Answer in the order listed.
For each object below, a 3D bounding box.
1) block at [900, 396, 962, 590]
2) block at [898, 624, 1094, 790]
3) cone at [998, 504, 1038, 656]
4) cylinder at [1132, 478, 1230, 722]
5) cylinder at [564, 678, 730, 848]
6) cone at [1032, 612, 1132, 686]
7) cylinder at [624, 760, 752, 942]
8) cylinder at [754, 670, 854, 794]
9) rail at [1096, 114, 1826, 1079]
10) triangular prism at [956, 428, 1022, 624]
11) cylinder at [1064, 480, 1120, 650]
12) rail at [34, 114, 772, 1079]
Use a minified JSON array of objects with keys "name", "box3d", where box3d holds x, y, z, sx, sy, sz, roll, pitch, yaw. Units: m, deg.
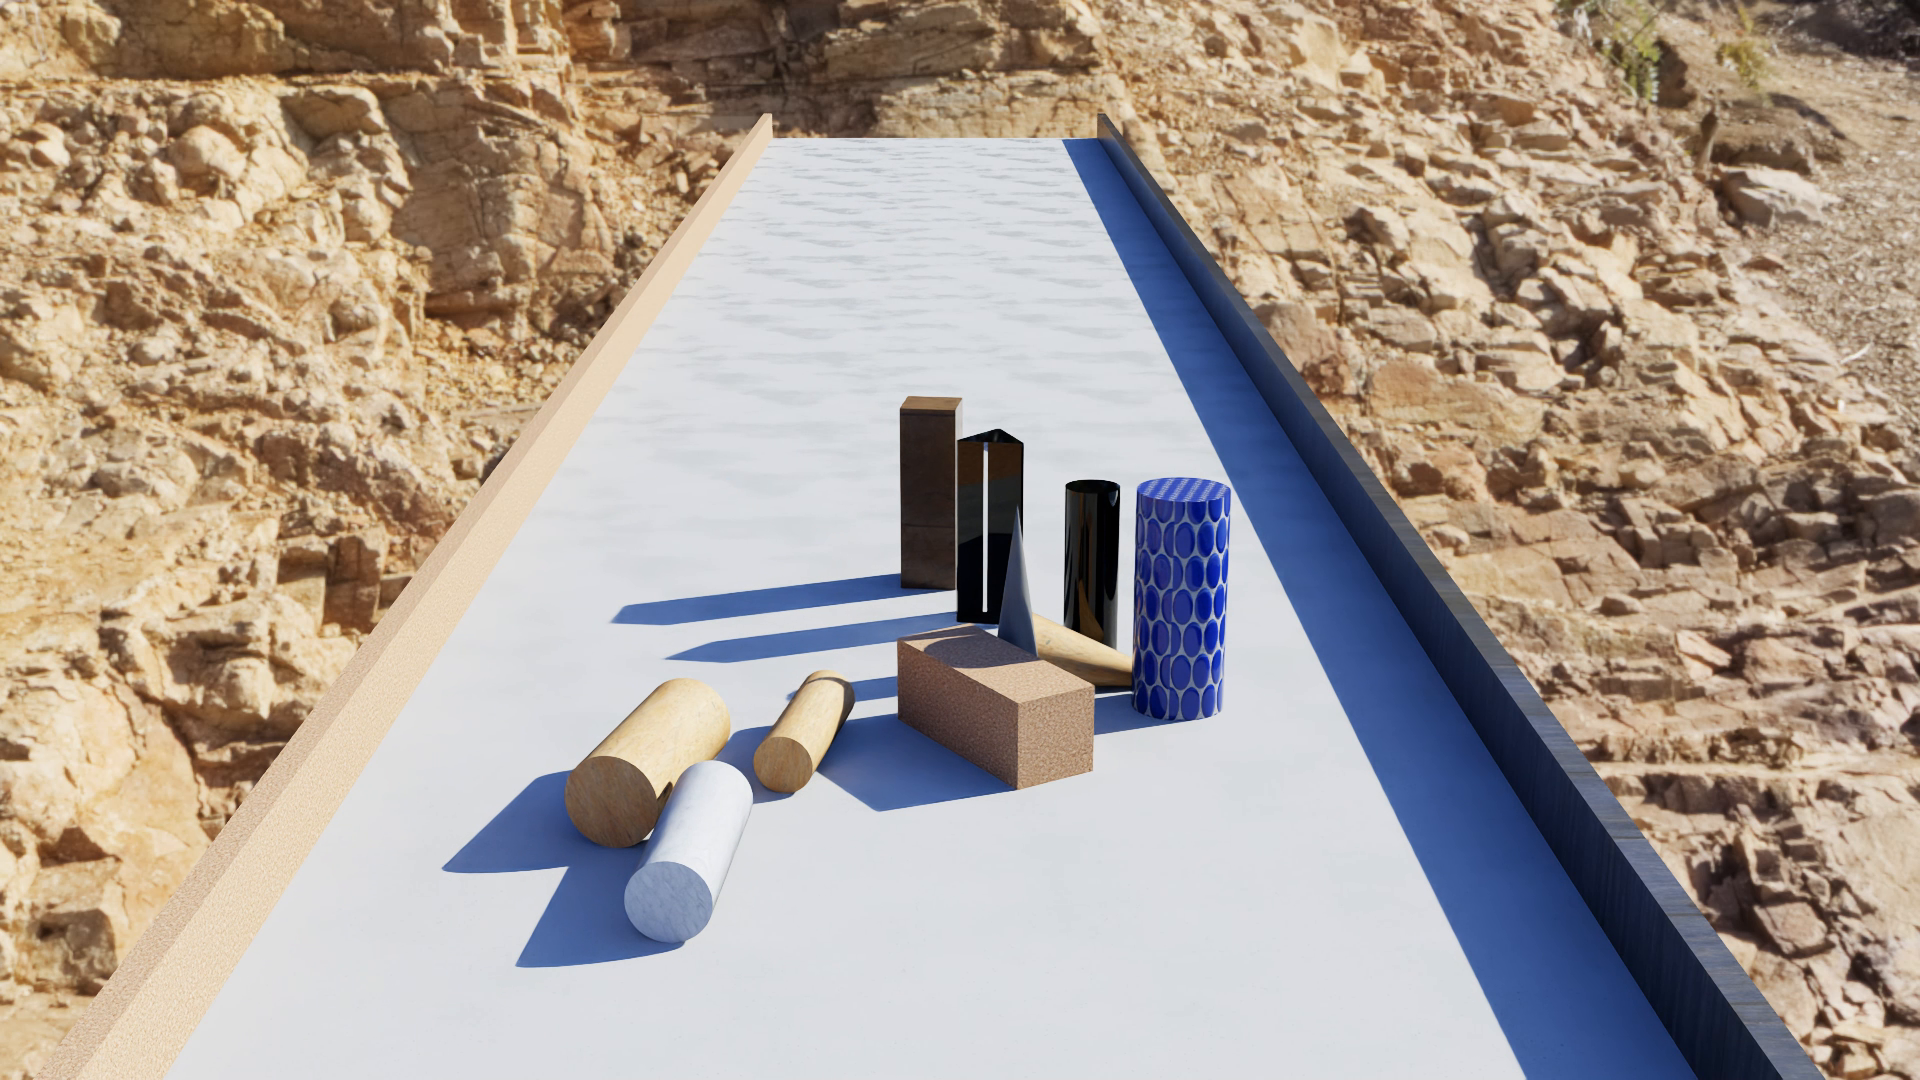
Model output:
[{"name":"block","box3d":[-0.062,-0.104,4.861,0.122,0.408,0.122,2,17,7]},{"name":"block","box3d":[0.059,0.293,3.960,0.160,0.160,0.401,-10,19,-31]},{"name":"cone","box3d":[0.106,0.122,4.120,0.110,0.397,0.110,0,17,0]},{"name":"cylinder","box3d":[0.412,0.109,4.117,0.174,0.423,0.174,0,17,0]},{"name":"cylinder","box3d":[-0.520,0.370,3.704,0.160,0.160,0.369,4,17,12]},{"name":"cone","box3d":[0.292,0.248,4.269,0.341,0.146,0.146,12,17,0]},{"name":"cylinder","box3d":[-0.414,0.475,3.399,0.131,0.131,0.385,1,17,3]},{"name":"cylinder","box3d":[-0.274,0.337,3.912,0.104,0.104,0.337,3,17,9]},{"name":"rail","box3d":[0.932,-0.844,7.801,0.050,0.150,12.000,0,17,-1]},{"name":"triangular prism","box3d":[0.071,-0.030,4.635,0.138,0.394,0.120,3,17,9]},{"name":"cylinder","box3d":[0.261,0.067,4.367,0.109,0.361,0.109,0,17,0]},{"name":"rail","box3d":[-1.118,-0.838,7.780,0.050,0.150,12.000,0,17,-1]}]
